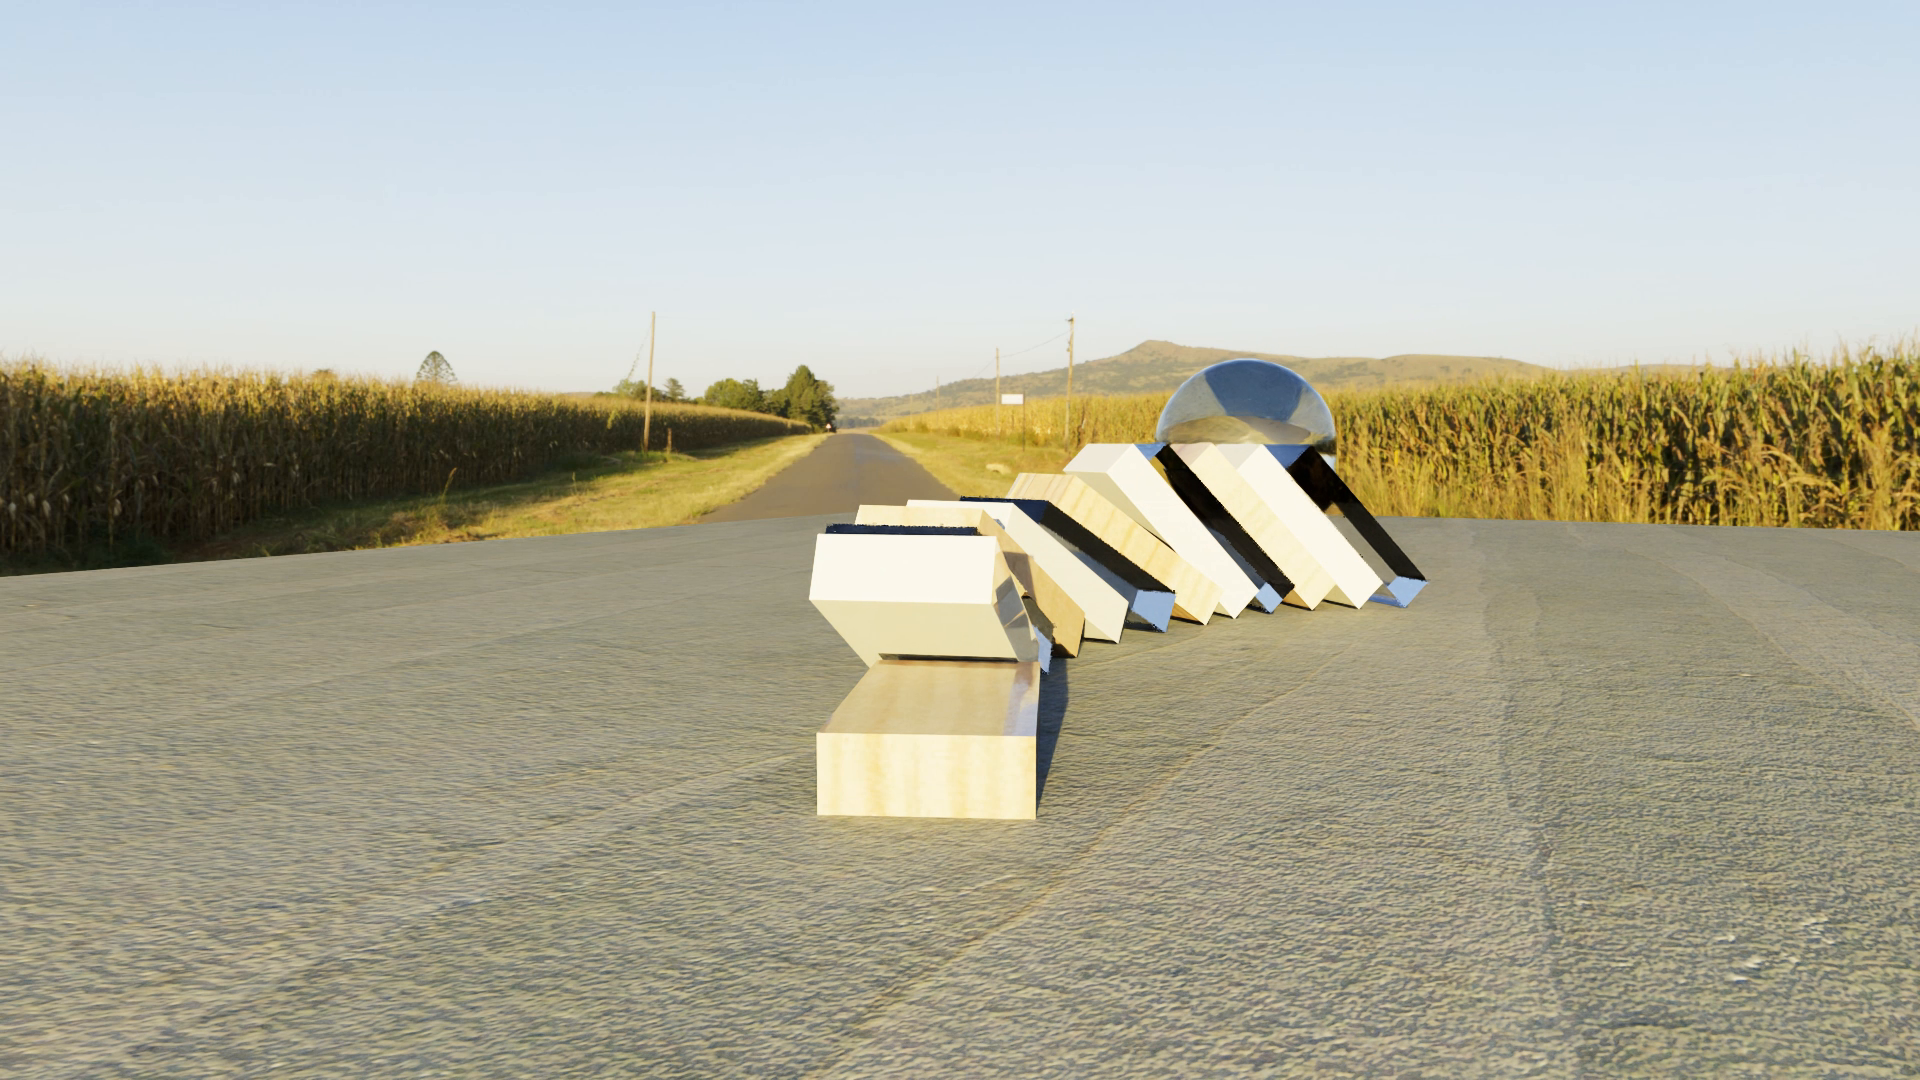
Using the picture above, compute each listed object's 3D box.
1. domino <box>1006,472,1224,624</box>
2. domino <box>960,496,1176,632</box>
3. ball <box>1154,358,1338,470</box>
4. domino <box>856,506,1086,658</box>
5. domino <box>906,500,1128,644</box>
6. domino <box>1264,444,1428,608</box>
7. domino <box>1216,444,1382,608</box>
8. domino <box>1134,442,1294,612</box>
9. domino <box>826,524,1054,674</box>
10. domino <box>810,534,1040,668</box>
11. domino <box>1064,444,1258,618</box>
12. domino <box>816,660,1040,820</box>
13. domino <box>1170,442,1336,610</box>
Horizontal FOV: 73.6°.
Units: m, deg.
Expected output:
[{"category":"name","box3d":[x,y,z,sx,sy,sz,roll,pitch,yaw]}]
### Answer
[{"category":"domino","box3d":[0.036,0.002,0.304,0.050,0.010,0.025,35,-12,-24]},{"category":"domino","box3d":[0.023,0.006,0.284,0.025,0.009,0.050,4,-21,45]},{"category":"ball","box3d":[0.126,-0.040,0.571,0.080,0.080,0.080,0,4,0]},{"category":"domino","box3d":[0.003,0.009,0.243,0.025,0.009,0.050,2,-23,29]},{"category":"domino","box3d":[0.012,0.007,0.264,0.025,0.010,0.050,3,-22,37]},{"category":"domino","box3d":[0.099,-0.004,0.341,0.009,0.050,0.025,-46,13,-7]},{"category":"domino","box3d":[0.086,-0.004,0.338,0.010,0.050,0.025,-46,13,-7]},{"category":"domino","box3d":[0.061,-0.003,0.328,0.009,0.050,0.025,-46,12,-7]},{"category":"domino","box3d":[-0.002,0.011,0.221,0.025,0.009,0.050,2,-21,20]},{"category":"domino","box3d":[-0.003,0.013,0.196,0.025,0.009,0.050,1,-21,11]},{"category":"domino","box3d":[0.050,-0.003,0.318,0.010,0.050,0.025,-46,17,-11]},{"category":"domino","box3d":[-0.002,0.025,0.171,0.025,0.010,0.050,0,4,4]},{"category":"domino","box3d":[0.073,-0.004,0.334,0.010,0.050,0.025,-46,12,-7]}]
